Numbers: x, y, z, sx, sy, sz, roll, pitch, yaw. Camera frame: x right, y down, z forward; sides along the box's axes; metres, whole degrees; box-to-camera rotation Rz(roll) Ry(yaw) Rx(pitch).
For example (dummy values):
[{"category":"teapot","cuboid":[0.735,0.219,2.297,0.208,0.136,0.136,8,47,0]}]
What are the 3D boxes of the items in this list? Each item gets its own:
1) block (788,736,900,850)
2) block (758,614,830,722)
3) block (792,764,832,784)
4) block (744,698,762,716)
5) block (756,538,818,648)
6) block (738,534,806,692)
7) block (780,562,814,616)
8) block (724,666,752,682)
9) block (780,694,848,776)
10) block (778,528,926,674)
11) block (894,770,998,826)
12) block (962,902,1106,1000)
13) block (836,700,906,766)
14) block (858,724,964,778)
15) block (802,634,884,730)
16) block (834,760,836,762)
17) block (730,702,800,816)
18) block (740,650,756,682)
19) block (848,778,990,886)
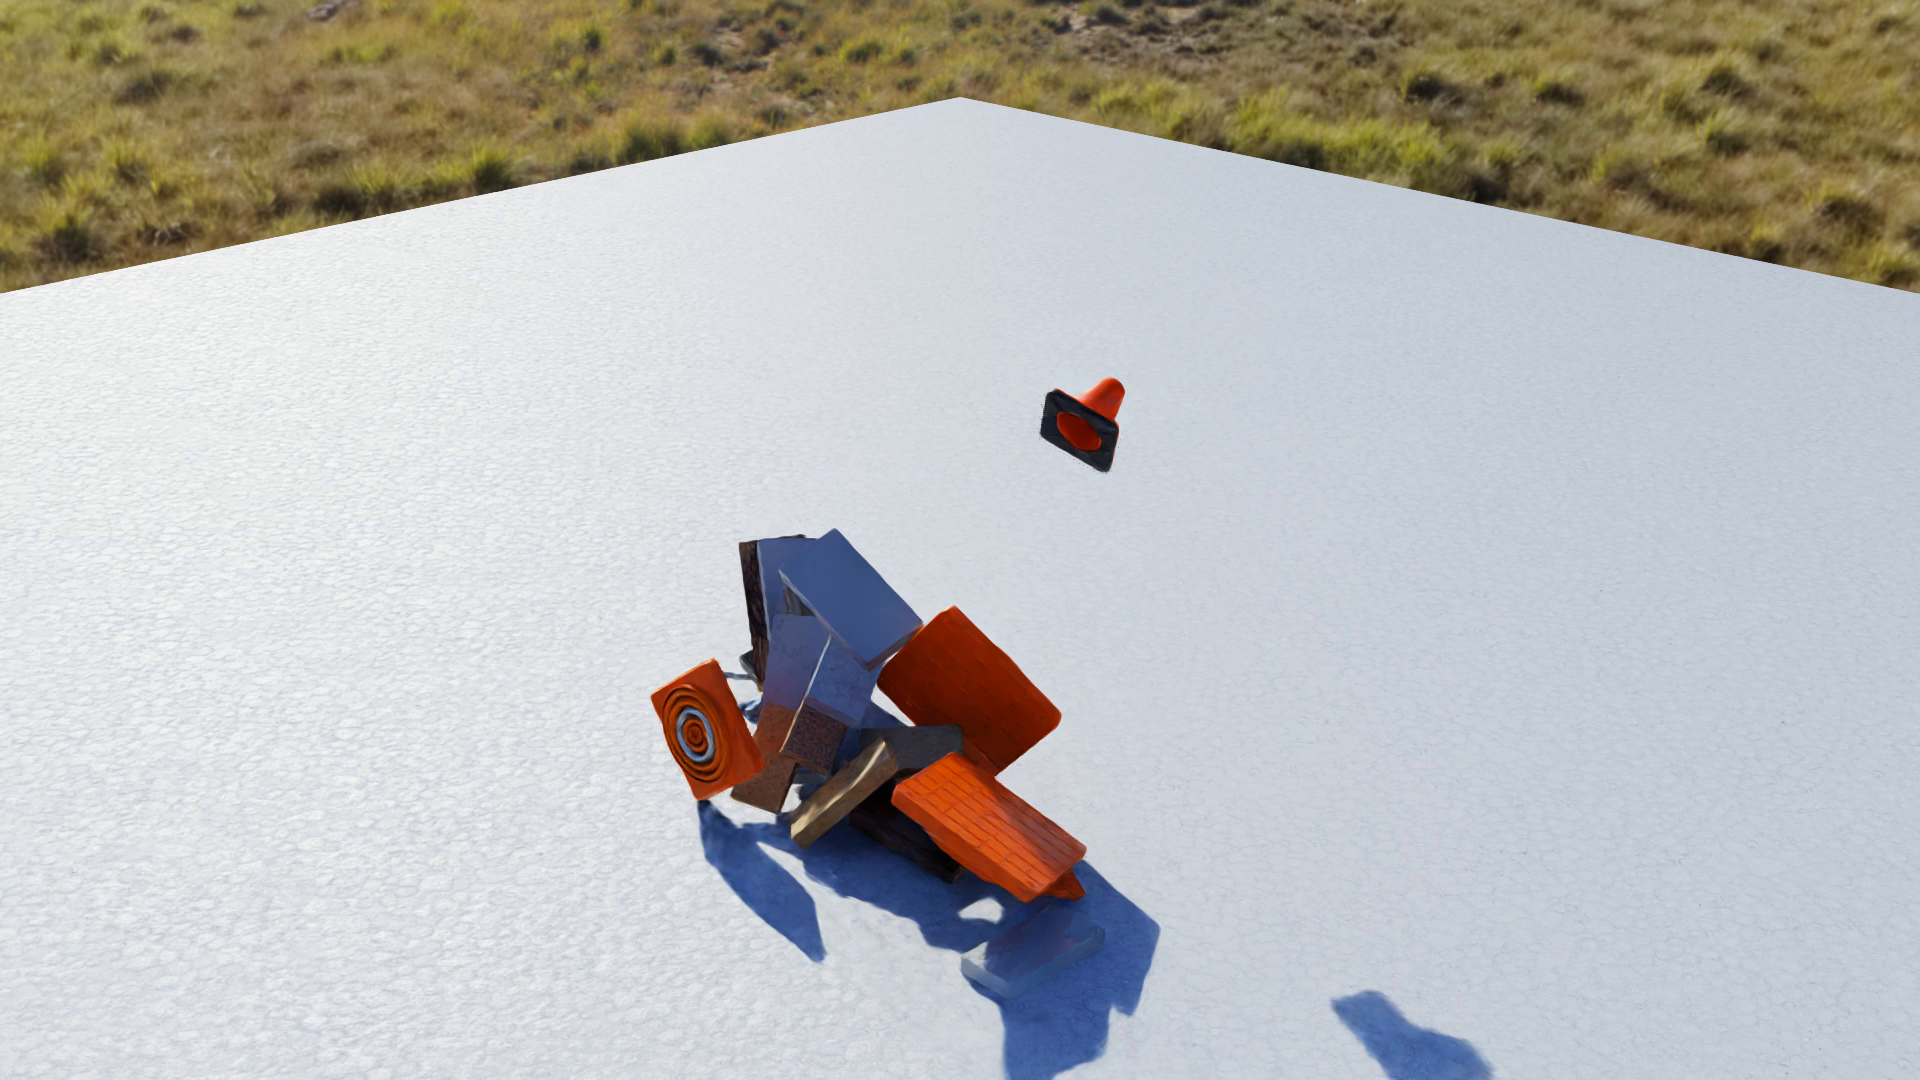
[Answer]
[{"category":"block","cuboid":[-0.230,0.497,4.335,0.248,0.035,0.124,-40,16,3]},{"category":"block","cuboid":[-0.338,0.277,4.542,0.121,0.243,0.034,4,-18,11]},{"category":"block","cuboid":[-0.330,0.378,4.561,0.140,0.040,0.281,-2,50,6]},{"category":"block","cuboid":[-0.417,0.363,4.832,0.106,0.015,0.053,-9,20,37]},{"category":"block","cuboid":[-0.346,0.127,4.720,0.148,0.042,0.296,-1,53,-13]},{"category":"block","cuboid":[-0.387,0.156,4.780,0.148,0.042,0.356,-8,58,-6]},{"category":"block","cuboid":[-0.297,0.160,4.635,0.122,0.034,0.243,-7,69,-15]},{"category":"block","cuboid":[-0.478,0.296,4.906,0.053,0.015,0.106,-19,11,-31]},{"category":"block","cuboid":[-0.278,0.366,4.443,0.104,0.029,0.208,29,53,-8]},{"category":"block","cuboid":[-0.222,0.121,4.496,0.148,0.042,0.296,-36,63,-16]},{"category":"block","cuboid":[-0.084,0.507,4.408,0.281,0.040,0.140,17,55,24]},{"category":"block","cuboid":[0.133,0.741,3.970,0.247,0.035,0.124,-21,31,-41]},{"category":"block","cuboid":[-0.176,0.426,4.550,0.281,0.040,0.140,32,62,30]},{"category":"block","cuboid":[-0.100,0.427,4.433,0.208,0.029,0.104,-3,49,9]},{"category":"block","cuboid":[-0.225,0.258,4.495,0.122,0.034,0.243,28,50,-8]},{"category":"block","cuboid":[-0.294,0.379,4.708,0.229,0.032,0.114,34,54,31]},{"category":"block","cuboid":[-0.378,0.442,4.456,0.104,0.208,0.029,17,-17,15]},{"category":"block","cuboid":[-0.365,0.305,4.737,0.114,0.032,0.229,-28,52,-23]},{"category":"block","cuboid":[-0.081,0.563,4.279,0.247,0.035,0.124,27,47,23]}]
